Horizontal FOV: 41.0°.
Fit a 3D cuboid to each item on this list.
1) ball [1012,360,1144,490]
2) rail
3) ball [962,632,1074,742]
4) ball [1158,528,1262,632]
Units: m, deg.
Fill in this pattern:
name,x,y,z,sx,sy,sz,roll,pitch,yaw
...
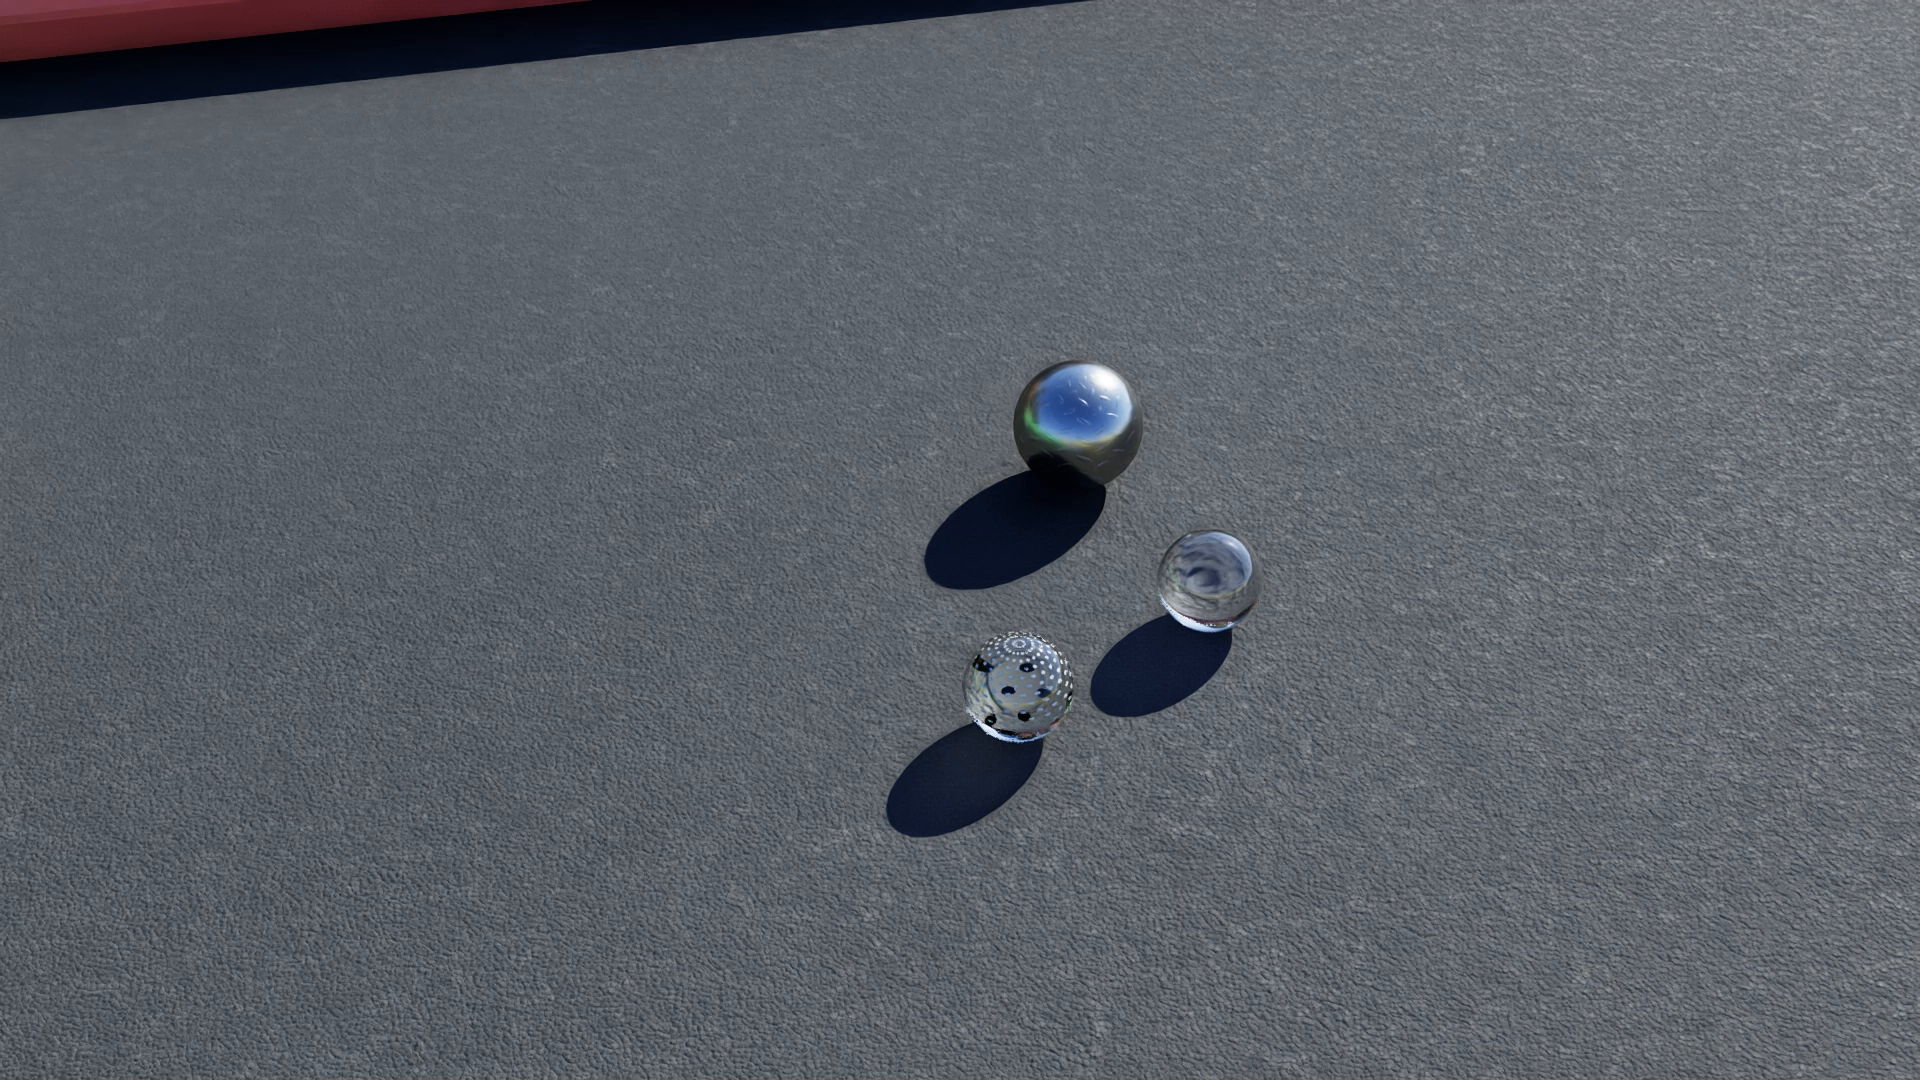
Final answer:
name,x,y,z,sx,sy,sz,roll,pitch,yaw
ball,0.074,-0.072,1.616,0.082,0.082,0.082,0,36,0
rail,0.544,-0.631,2.357,3.144,0.108,0.045,-9,37,-12
ball,0.032,0.082,1.423,0.062,0.062,0.062,0,36,0
ball,0.146,0.024,1.502,0.062,0.062,0.062,0,36,0
